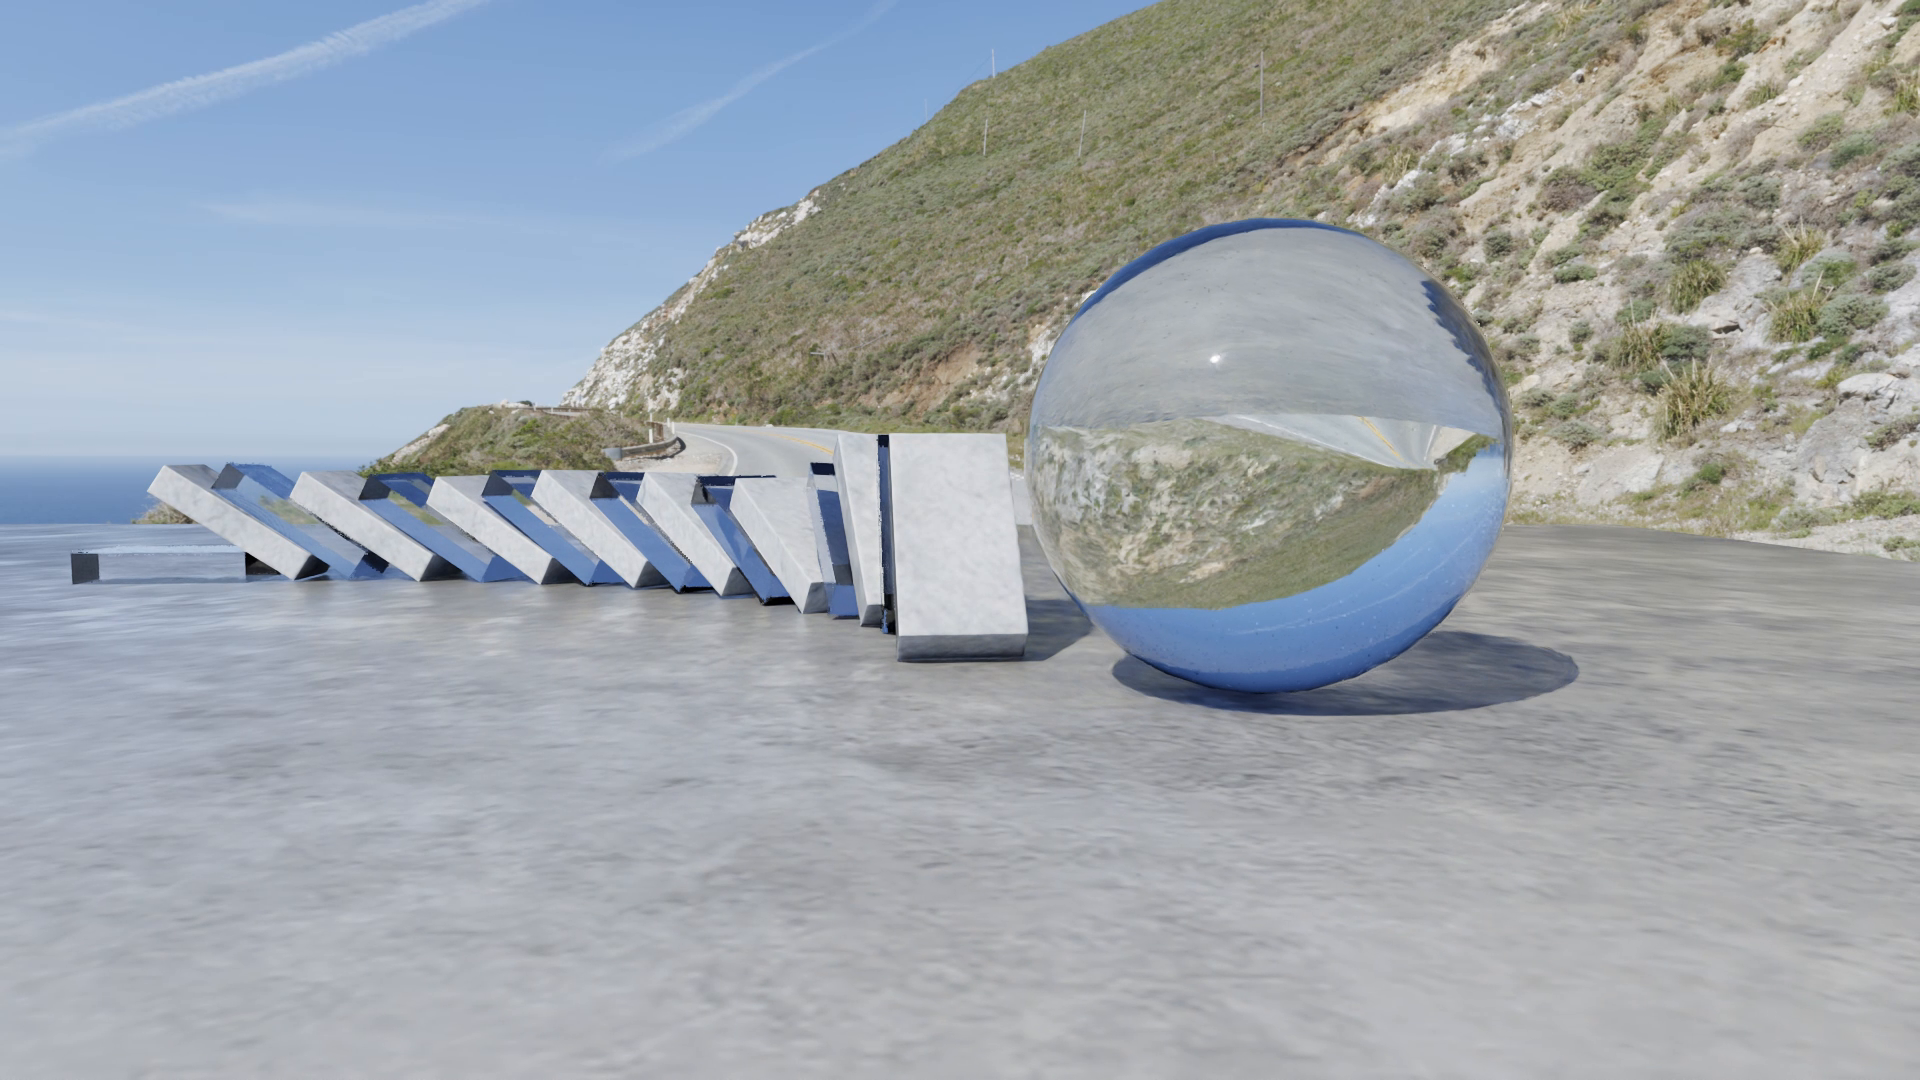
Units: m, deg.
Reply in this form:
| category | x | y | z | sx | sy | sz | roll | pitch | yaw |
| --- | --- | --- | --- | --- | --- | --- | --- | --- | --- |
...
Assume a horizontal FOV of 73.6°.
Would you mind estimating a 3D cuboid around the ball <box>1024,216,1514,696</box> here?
| category | x | y | z | sx | sy | sz | roll | pitch | yaw |
| --- | --- | --- | --- | --- | --- | --- | --- | --- | --- |
| ball | 0.051 | -0.014 | 0.218 | 0.080 | 0.080 | 0.080 | 0 | 4 | 0 |

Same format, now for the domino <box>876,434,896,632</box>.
| category | x | y | z | sx | sy | sz | roll | pitch | yaw |
| --- | --- | --- | --- | --- | --- | --- | --- | --- | --- |
| domino | -0.006 | -0.002 | 0.301 | 0.025 | 0.050 | 0.009 | 0 | -35 | -6 |

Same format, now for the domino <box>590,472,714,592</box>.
| category | x | y | z | sx | sy | sz | roll | pitch | yaw |
| --- | --- | --- | --- | --- | --- | --- | --- | --- | --- |
| domino | -0.086 | -0.003 | 0.384 | 0.050 | 0.009 | 0.025 | 40 | 25 | 31 |

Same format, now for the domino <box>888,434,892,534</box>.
| category | x | y | z | sx | sy | sz | roll | pitch | yaw |
| --- | --- | --- | --- | --- | --- | --- | --- | --- | --- |
| domino | -0.003 | -0.001 | 0.289 | 0.025 | 0.050 | 0.009 | -1 | -35 | -6 |

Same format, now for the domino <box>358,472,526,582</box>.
| category | x | y | z | sx | sy | sz | roll | pitch | yaw |
| --- | --- | --- | --- | --- | --- | --- | --- | --- | --- |
| domino | -0.163 | -0.005 | 0.409 | 0.050 | 0.009 | 0.025 | 31 | 11 | 11 |

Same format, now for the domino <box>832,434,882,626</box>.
| category | x | y | z | sx | sy | sz | roll | pitch | yaw |
| --- | --- | --- | --- | --- | --- | --- | --- | --- | --- |
| domino | -0.015 | -0.003 | 0.313 | 0.025 | 0.050 | 0.009 | -1 | -34 | -17 |

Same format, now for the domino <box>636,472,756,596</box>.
| category | x | y | z | sx | sy | sz | roll | pitch | yaw |
| --- | --- | --- | --- | --- | --- | --- | --- | --- | --- |
| domino | -0.070 | -0.003 | 0.373 | 0.025 | 0.009 | 0.050 | -1 | 34 | -46 |

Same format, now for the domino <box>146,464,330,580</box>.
| category | x | y | z | sx | sy | sz | roll | pitch | yaw |
| --- | --- | --- | --- | --- | --- | --- | --- | --- | --- |
| domino | -0.225 | -0.006 | 0.404 | 0.050 | 0.009 | 0.025 | 33 | 0 | -7 |

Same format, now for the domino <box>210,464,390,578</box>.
| category | x | y | z | sx | sy | sz | roll | pitch | yaw |
| --- | --- | --- | --- | --- | --- | --- | --- | --- | --- |
| domino | -0.208 | -0.006 | 0.408 | 0.050 | 0.010 | 0.025 | 33 | 0 | -3 |

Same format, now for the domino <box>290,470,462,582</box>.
| category | x | y | z | sx | sy | sz | roll | pitch | yaw |
| --- | --- | --- | --- | --- | --- | --- | --- | --- | --- |
| domino | -0.184 | -0.005 | 0.410 | 0.050 | 0.009 | 0.025 | 32 | 8 | 5 |

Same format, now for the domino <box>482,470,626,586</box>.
| category | x | y | z | sx | sy | sz | roll | pitch | yaw |
| --- | --- | --- | --- | --- | --- | --- | --- | --- | --- |
| domino | -0.122 | -0.005 | 0.400 | 0.050 | 0.009 | 0.025 | 36 | 17 | 20 |

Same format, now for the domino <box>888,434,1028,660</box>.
| category | x | y | z | sx | sy | sz | roll | pitch | yaw |
| --- | --- | --- | --- | --- | --- | --- | --- | --- | --- |
| domino | -0.001 | 0.000 | 0.264 | 0.025 | 0.050 | 0.009 | 0 | -35 | -6 |

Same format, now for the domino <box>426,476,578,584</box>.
| category | x | y | z | sx | sy | sz | roll | pitch | yaw |
| --- | --- | --- | --- | --- | --- | --- | --- | --- | --- |
| domino | -0.141 | -0.004 | 0.406 | 0.050 | 0.009 | 0.025 | 32 | 15 | 17 |

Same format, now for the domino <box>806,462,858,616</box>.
| category | x | y | z | sx | sy | sz | roll | pitch | yaw |
| --- | --- | --- | --- | --- | --- | --- | --- | --- | --- |
| domino | -0.024 | -0.001 | 0.330 | 0.025 | 0.010 | 0.050 | 2 | 38 | -17 |

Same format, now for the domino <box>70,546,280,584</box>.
| category | x | y | z | sx | sy | sz | roll | pitch | yaw |
| --- | --- | --- | --- | --- | --- | --- | --- | --- | --- |
| domino | -0.245 | 0.008 | 0.402 | 0.050 | 0.010 | 0.025 | 0 | 4 | -6 |

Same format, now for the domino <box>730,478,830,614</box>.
| category | x | y | z | sx | sy | sz | roll | pitch | yaw |
| --- | --- | --- | --- | --- | --- | --- | --- | --- | --- |
| domino | -0.040 | 0.000 | 0.344 | 0.025 | 0.009 | 0.050 | -3 | 35 | -34 |

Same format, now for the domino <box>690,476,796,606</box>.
| category | x | y | z | sx | sy | sz | roll | pitch | yaw |
| --- | --- | --- | --- | --- | --- | --- | --- | --- | --- |
| domino | -0.053 | -0.001 | 0.359 | 0.025 | 0.009 | 0.050 | -3 | 35 | -37 |

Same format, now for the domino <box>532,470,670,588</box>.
| category | x | y | z | sx | sy | sz | roll | pitch | yaw |
| --- | --- | --- | --- | --- | --- | --- | --- | --- | --- |
| domino | -0.105 | -0.004 | 0.393 | 0.050 | 0.009 | 0.025 | 37 | 19 | 24 |
